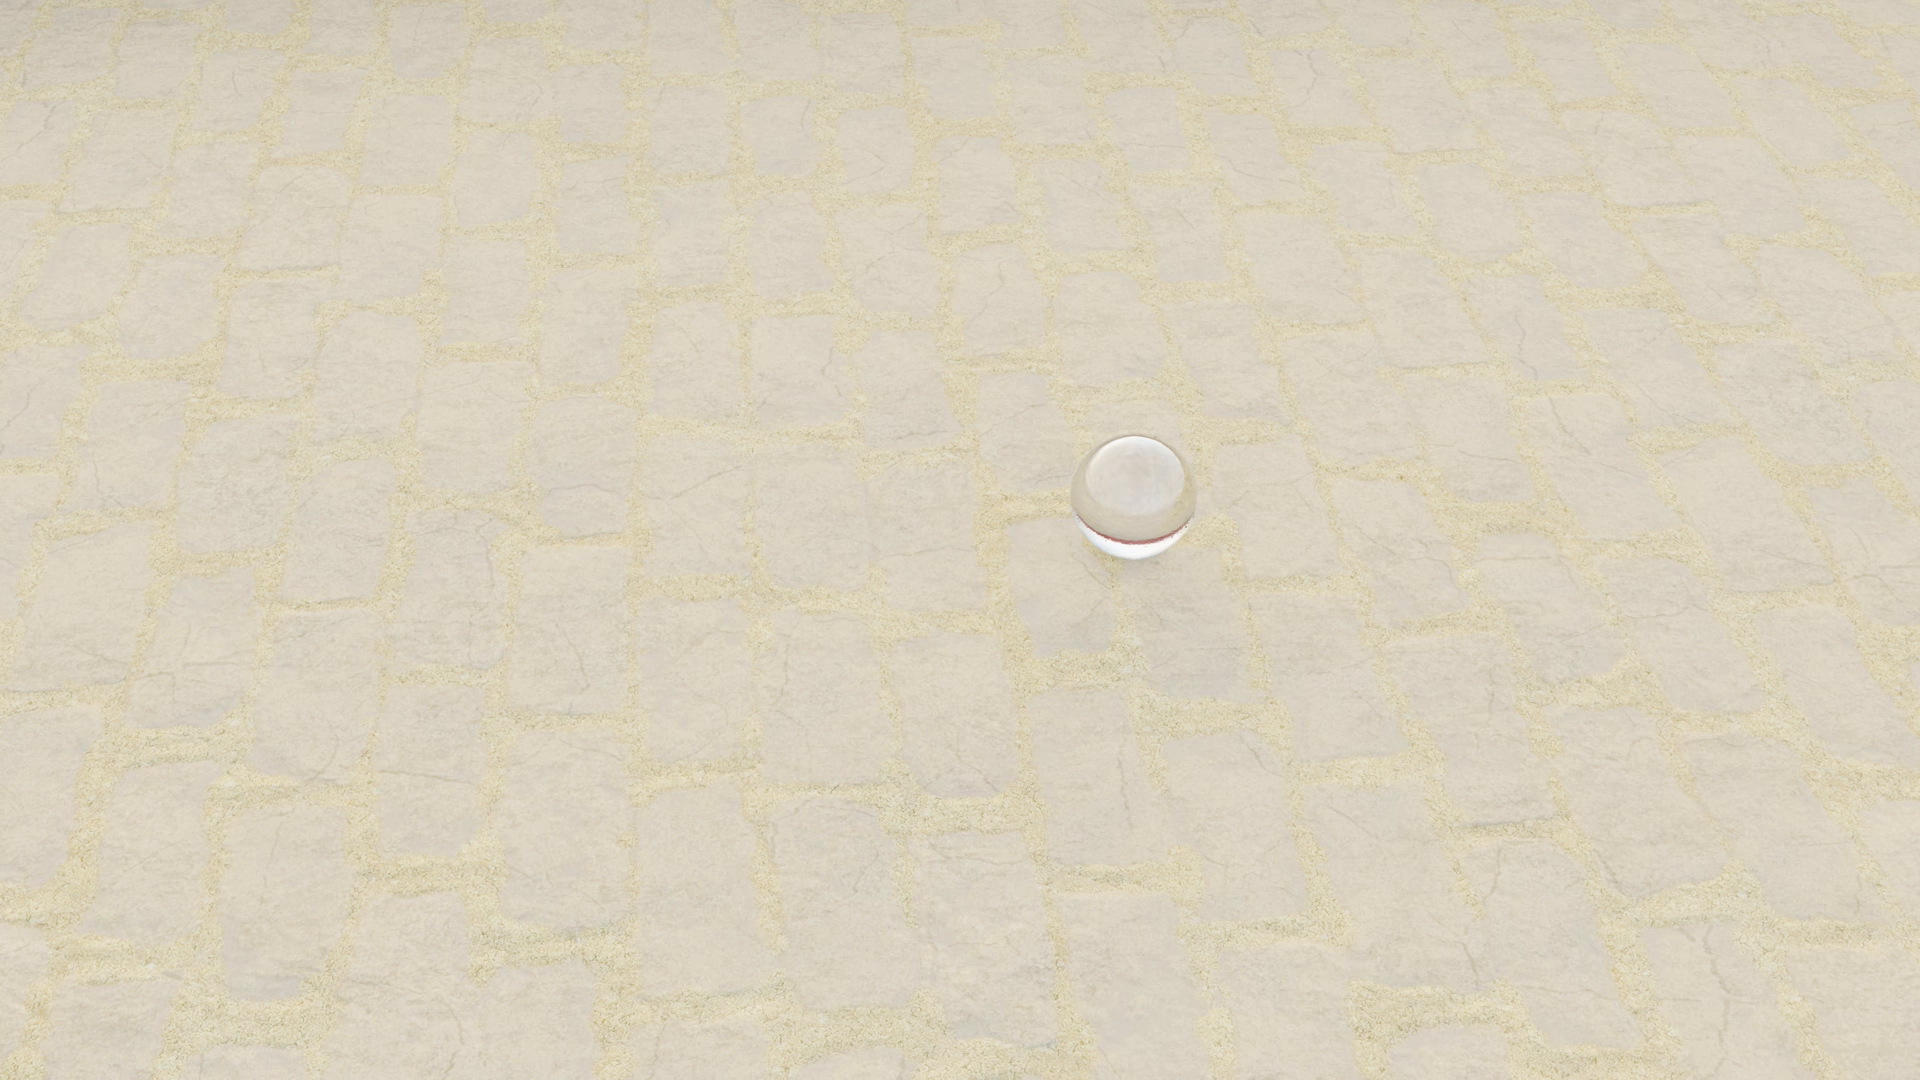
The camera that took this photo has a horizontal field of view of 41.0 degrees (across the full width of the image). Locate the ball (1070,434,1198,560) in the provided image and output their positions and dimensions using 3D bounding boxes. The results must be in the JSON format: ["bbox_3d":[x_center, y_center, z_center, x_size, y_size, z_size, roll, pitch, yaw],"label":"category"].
[{"bbox_3d":[0.104,-0.026,1.534,0.076,0.076,0.076,0,37,0],"label":"ball"}]
